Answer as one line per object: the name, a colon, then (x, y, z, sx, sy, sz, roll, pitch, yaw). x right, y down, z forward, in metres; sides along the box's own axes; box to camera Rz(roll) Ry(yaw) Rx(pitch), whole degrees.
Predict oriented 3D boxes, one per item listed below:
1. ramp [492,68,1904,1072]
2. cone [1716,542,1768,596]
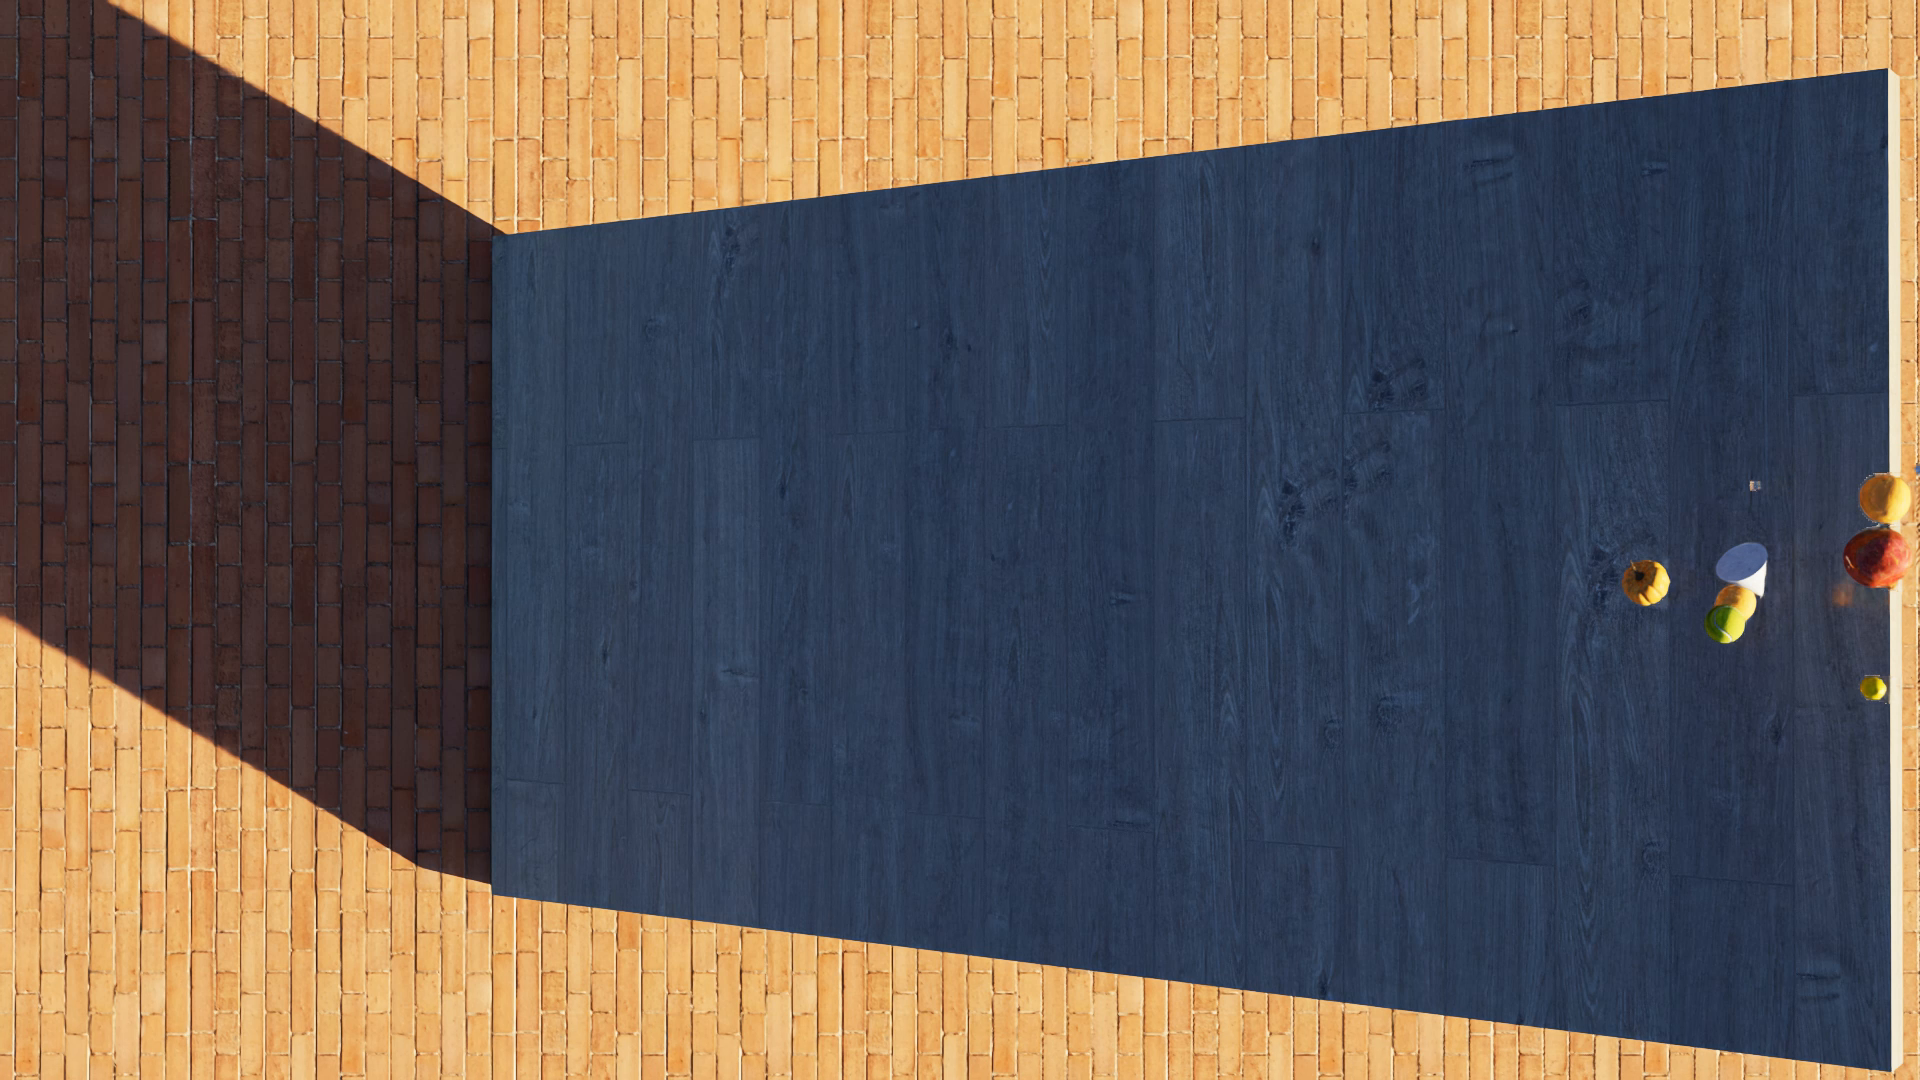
ramp: (0.244, 0.067, 5.569, 4.000, 0.100, 2.000, 0, 89, 35)
cone: (1.505, 0.075, 4.176, 0.100, 0.100, 0.100, -41, 118, 0)
